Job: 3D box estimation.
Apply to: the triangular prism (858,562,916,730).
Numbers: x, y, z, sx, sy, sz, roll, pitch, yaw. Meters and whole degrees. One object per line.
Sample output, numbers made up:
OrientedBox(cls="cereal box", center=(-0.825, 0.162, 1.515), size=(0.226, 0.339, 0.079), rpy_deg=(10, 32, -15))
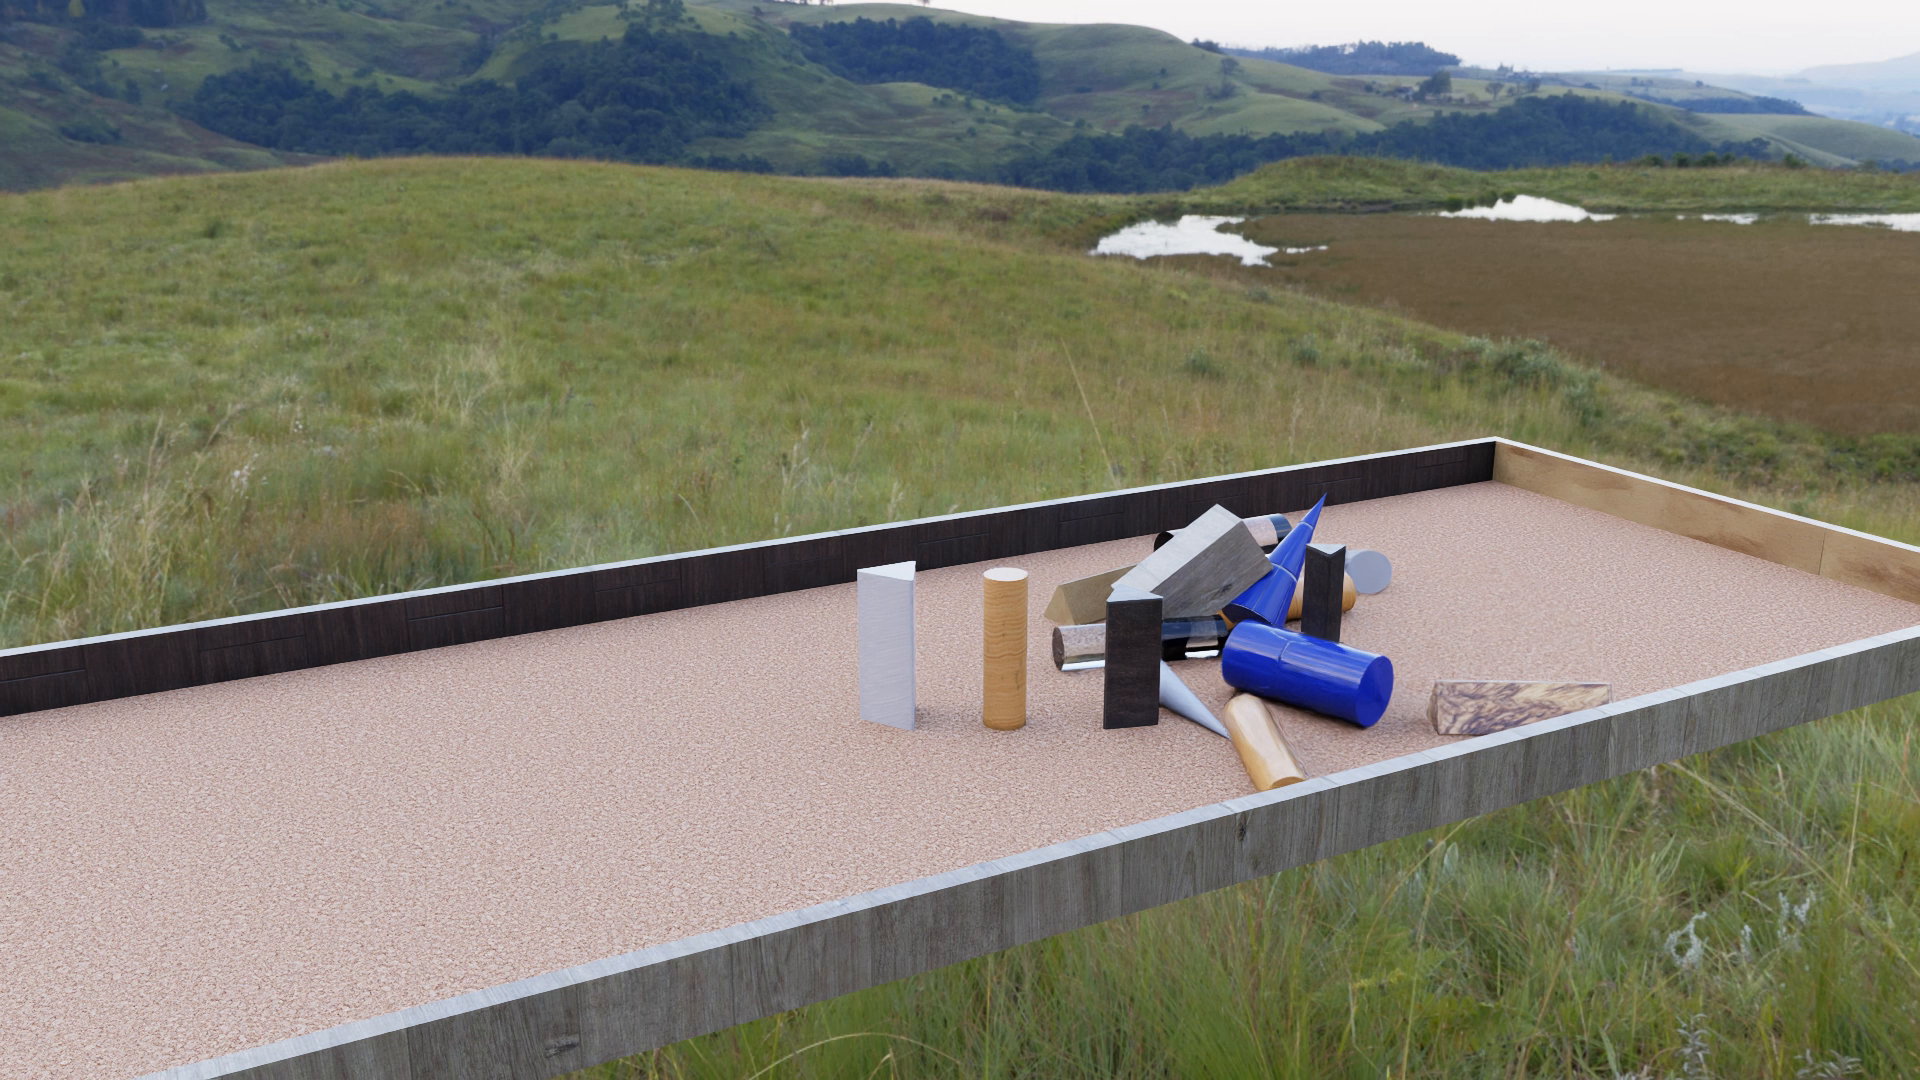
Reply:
OrientedBox(cls="triangular prism", center=(-0.141, 0.242, 3.881), size=(0.149, 0.368, 0.129), rpy_deg=(9, 19, 29))

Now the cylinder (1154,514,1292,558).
OrientedBox(cls="cylinder", center=(0.805, 0.019, 5.026), size=(0.420, 0.149, 0.149), rpy_deg=(-9, 18, -27))

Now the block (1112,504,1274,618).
OrientedBox(cls="block", center=(0.619, 0.099, 4.402), size=(0.363, 0.170, 0.170), rpy_deg=(-38, 21, -2))

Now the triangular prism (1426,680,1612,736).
OrientedBox(cls="triangular prism", center=(1.310, 0.382, 3.850), size=(0.402, 0.110, 0.127), rpy_deg=(1, 16, 2))

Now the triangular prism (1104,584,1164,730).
OrientedBox(cls="triangular prism", center=(0.389, 0.271, 3.875), size=(0.134, 0.315, 0.116), rpy_deg=(-4, 17, -12))

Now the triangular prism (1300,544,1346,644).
OrientedBox(cls="triangular prism", center=(0.884, 0.189, 4.076), size=(0.083, 0.359, 0.095), rpy_deg=(11, 20, 33))

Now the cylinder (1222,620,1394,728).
OrientedBox(cls="cylinder", center=(0.833, 0.318, 3.970), size=(0.371, 0.171, 0.171), rpy_deg=(15, 22, 41))

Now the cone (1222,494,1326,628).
OrientedBox(cls="cone", center=(0.888, 0.044, 4.448), size=(0.173, 0.173, 0.438), rpy_deg=(17, 66, 44))

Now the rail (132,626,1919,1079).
OrientedBox(cls="rail", center=(-2.336, 1.006, 1.665), size=(12.000, 0.150, 0.050), rpy_deg=(-9, 18, -27))

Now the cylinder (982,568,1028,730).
OrientedBox(cls="cylinder", center=(0.105, 0.254, 3.839), size=(0.103, 0.366, 0.103), rpy_deg=(0, 16, 0))

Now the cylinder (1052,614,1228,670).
OrientedBox(cls="cylinder", center=(0.465, 0.264, 4.260), size=(0.440, 0.112, 0.112), rpy_deg=(-4, 17, -13))

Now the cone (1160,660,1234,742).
OrientedBox(cls="cone", center=(0.552, 0.400, 3.904), size=(0.101, 0.101, 0.361), rpy_deg=(-9, 27, -28))

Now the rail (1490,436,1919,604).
OrientedBox(cls="rail", center=(2.466, -0.048, 5.253), size=(0.050, 0.150, 2.100), rpy_deg=(-9, 18, -27))

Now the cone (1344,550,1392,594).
OrientedBox(cls="cone", center=(1.194, 0.063, 5.027), size=(0.130, 0.130, 0.445), rpy_deg=(0, 8, 0))

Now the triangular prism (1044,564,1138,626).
OrientedBox(cls="triangular prism", center=(0.424, 0.140, 4.675), size=(0.389, 0.109, 0.126), rpy_deg=(-13, 21, -38))

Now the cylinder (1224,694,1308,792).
OrientedBox(cls="cylinder", center=(0.665, 0.467, 3.584), size=(0.103, 0.103, 0.449), rpy_deg=(-1, 16, -2))

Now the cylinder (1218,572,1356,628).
OrientedBox(cls="cylinder", center=(0.909, 0.167, 4.588), size=(0.383, 0.112, 0.112), rpy_deg=(-7, 18, -22))

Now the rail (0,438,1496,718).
OrientedBox(cls="rail", center=(-3.305, 0.497, 3.399), size=(12.000, 0.150, 0.050), rpy_deg=(-9, 18, -27))
